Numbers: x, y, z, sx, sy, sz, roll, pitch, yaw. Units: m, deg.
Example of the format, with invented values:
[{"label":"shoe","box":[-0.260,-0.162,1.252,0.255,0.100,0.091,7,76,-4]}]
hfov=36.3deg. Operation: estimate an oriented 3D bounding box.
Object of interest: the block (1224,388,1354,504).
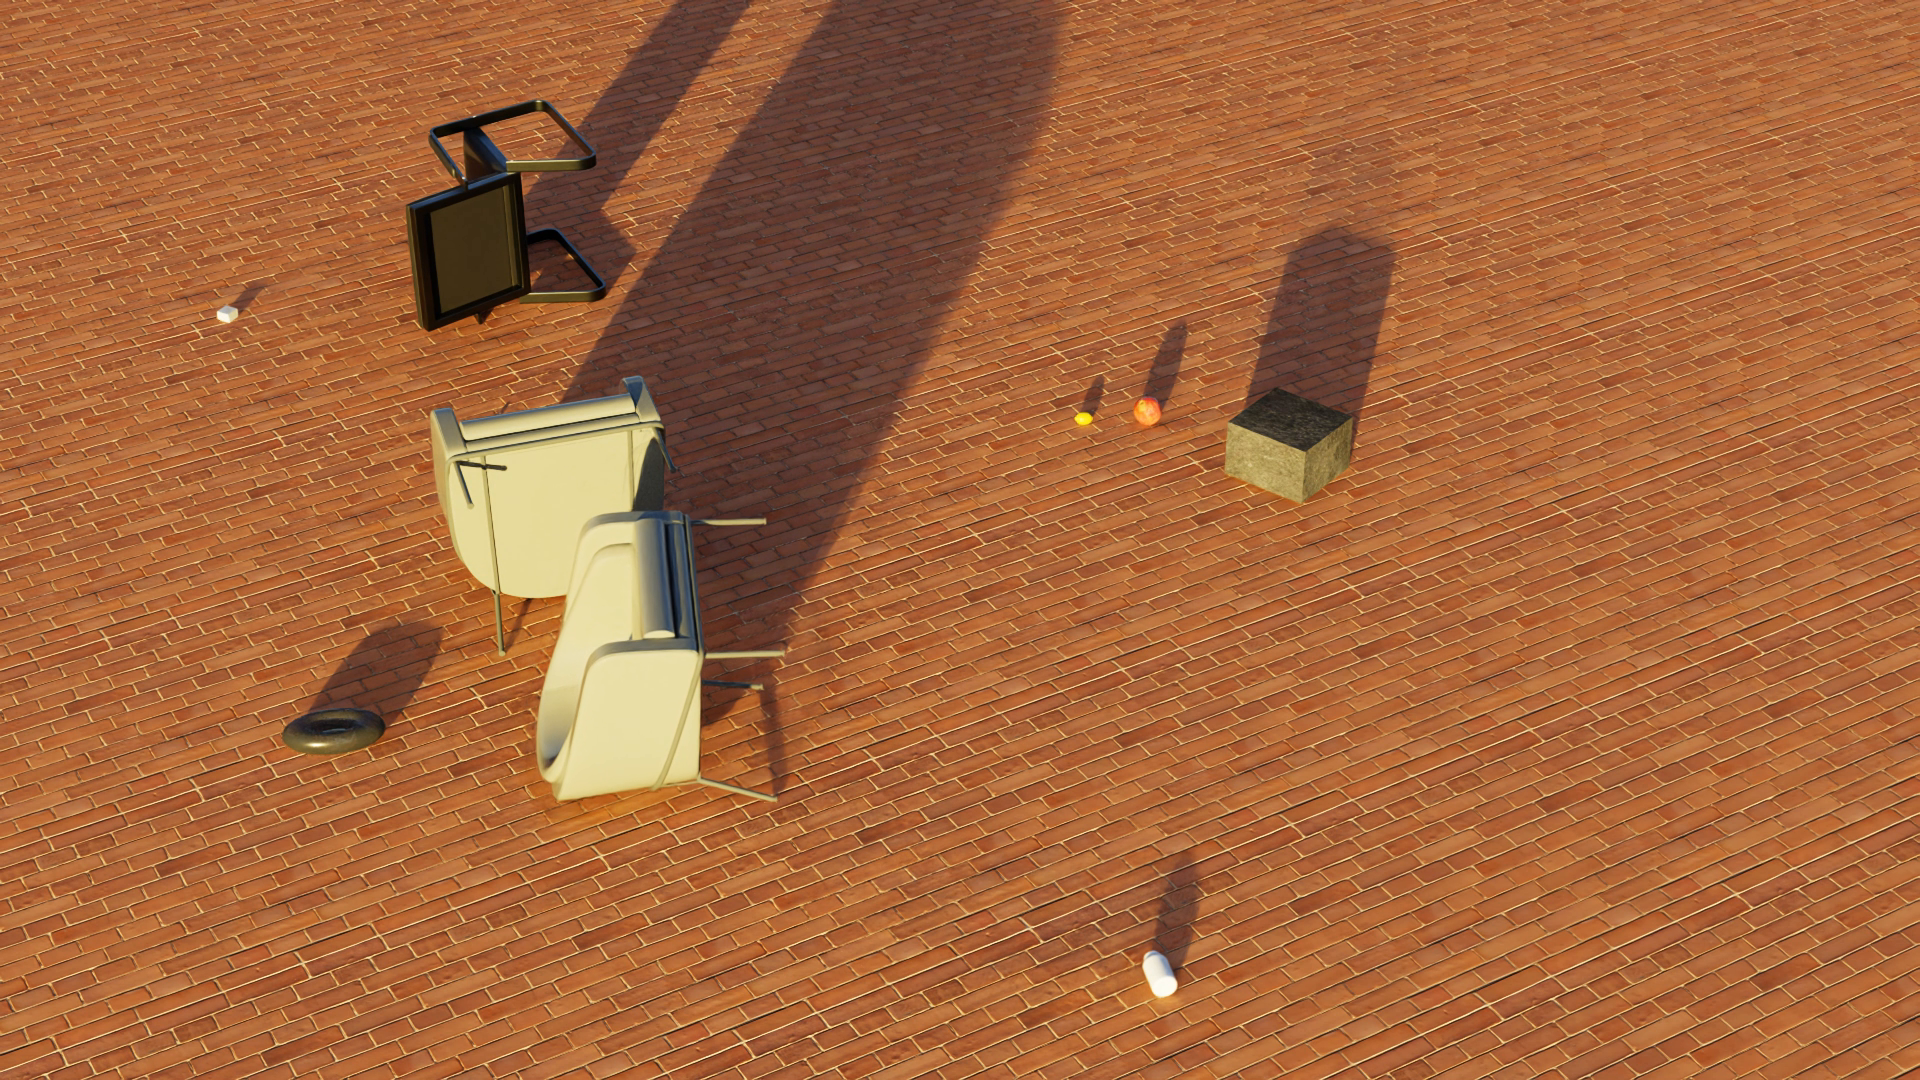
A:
[{"label":"block","box":[1.266,-0.366,11.290,0.353,0.231,0.334,24,40,32]}]

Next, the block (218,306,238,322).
[{"label":"block","box":[-3.086,-0.953,12.356,0.059,0.037,0.059,16,37,23]}]

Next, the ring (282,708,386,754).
[{"label":"ring","box":[-2.112,0.646,9.892,0.345,0.082,0.196,-6,35,-10]}]
